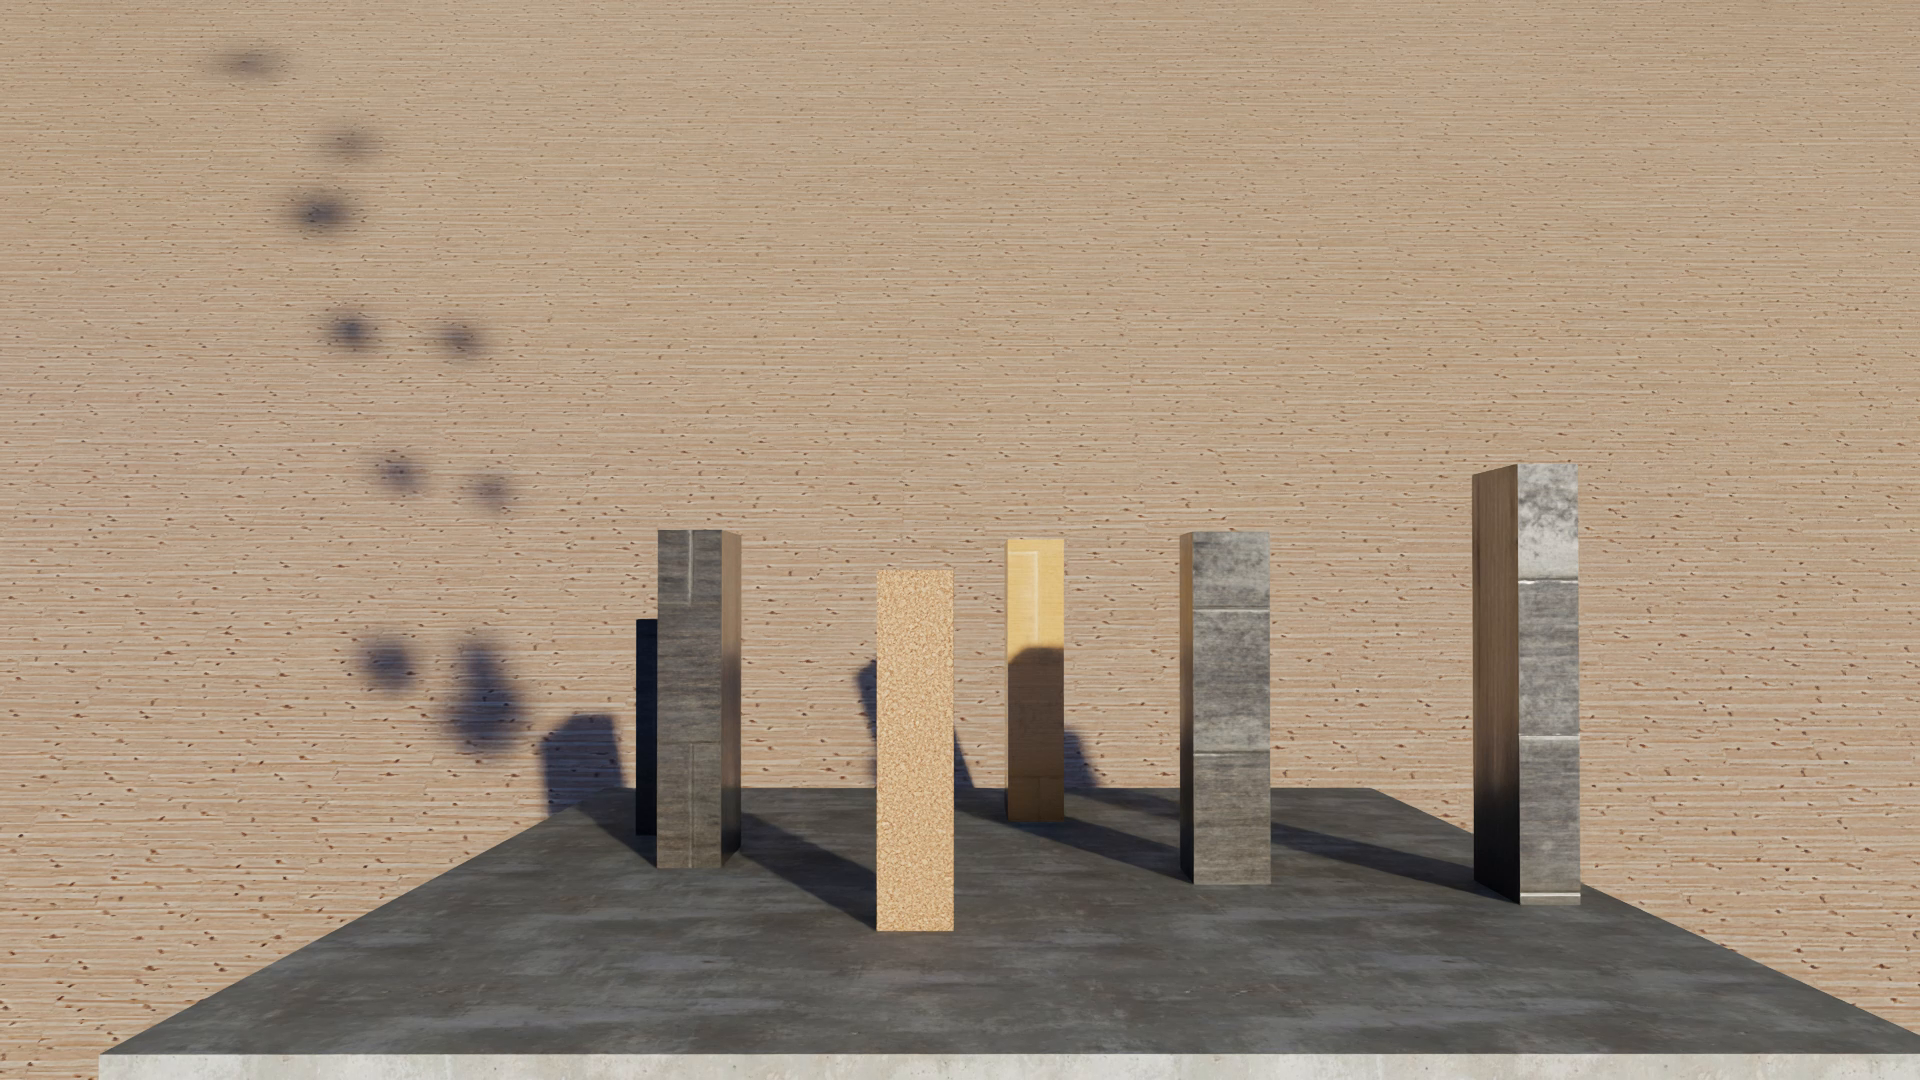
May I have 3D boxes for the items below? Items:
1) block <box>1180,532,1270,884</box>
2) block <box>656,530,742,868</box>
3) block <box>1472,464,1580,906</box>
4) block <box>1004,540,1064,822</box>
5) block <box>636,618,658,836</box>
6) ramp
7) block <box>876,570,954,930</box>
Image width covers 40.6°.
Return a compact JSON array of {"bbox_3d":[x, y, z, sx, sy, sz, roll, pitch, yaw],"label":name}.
[{"bbox_3d":[0.468,0.292,4.605,0.132,0.607,0.275,0,-1,0],"label":"block"},{"bbox_3d":[-0.495,0.295,4.959,0.117,0.618,0.433,0,-1,0],"label":"block"},{"bbox_3d":[0.945,0.235,4.351,0.097,0.708,0.374,0,-1,0],"label":"block"},{"bbox_3d":[0.168,0.316,5.964,0.124,0.624,0.443,0,-1,0],"label":"block"},{"bbox_3d":[-0.624,0.393,5.547,0.104,0.450,0.277,0,-1,0],"label":"block"},{"bbox_3d":[0.075,0.650,4.785,2.000,0.100,4.000,0,-1,0],"label":"ramp"},{"bbox_3d":[-0.066,0.314,3.977,0.113,0.533,0.276,0,-1,0],"label":"block"}]
